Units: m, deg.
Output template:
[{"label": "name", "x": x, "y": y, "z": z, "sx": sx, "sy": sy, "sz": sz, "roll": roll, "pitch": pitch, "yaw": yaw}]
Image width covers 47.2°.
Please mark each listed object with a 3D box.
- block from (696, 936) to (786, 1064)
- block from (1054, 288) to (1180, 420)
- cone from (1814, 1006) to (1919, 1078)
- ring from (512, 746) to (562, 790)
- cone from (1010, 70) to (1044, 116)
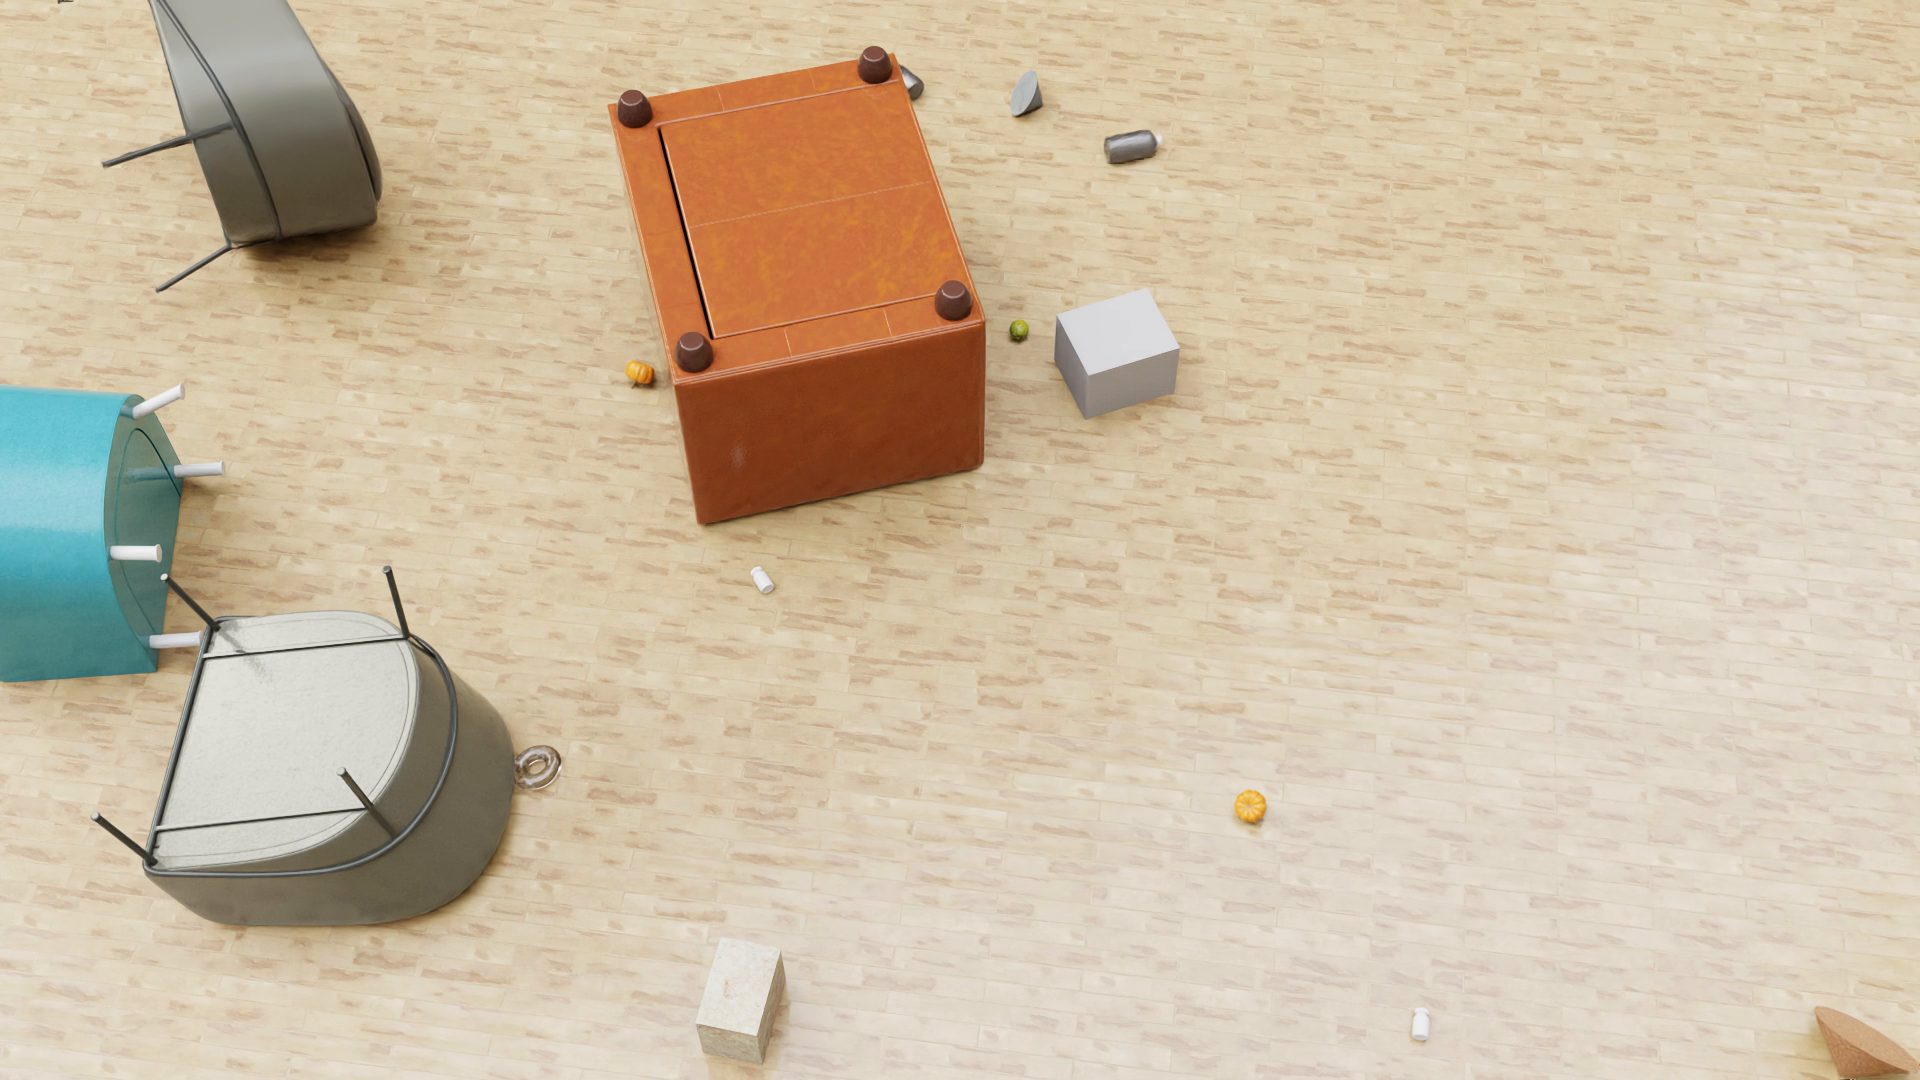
[{"label": "block", "x": -0.561, "y": 1.185, "z": 5.654, "sx": 0.159, "sy": 0.206, "sz": 0.238, "roll": 10, "pitch": 57, "yaw": 7}, {"label": "block", "x": 0.484, "y": -0.578, "z": 6.828, "sx": 0.303, "sy": 0.223, "sz": 0.255, "roll": -17, "pitch": 58, "yaw": -11}, {"label": "cone", "x": 2.289, "y": 1.327, "z": 5.630, "sx": 0.302, "sy": 0.126, "sz": 0.230, "roll": 26, "pitch": 15, "yaw": -5}, {"label": "ring", "x": -1.180, "y": 0.633, "z": 6.126, "sx": 0.148, "sy": 0.039, "sz": 0.128, "roll": -40, "pitch": 64, "yaw": -22}, {"label": "cone", "x": 0.253, "y": -1.517, "z": 7.558, "sx": 0.090, "sy": 0.143, "sz": 0.179, "roll": 25, "pitch": 58, "yaw": -31}]
